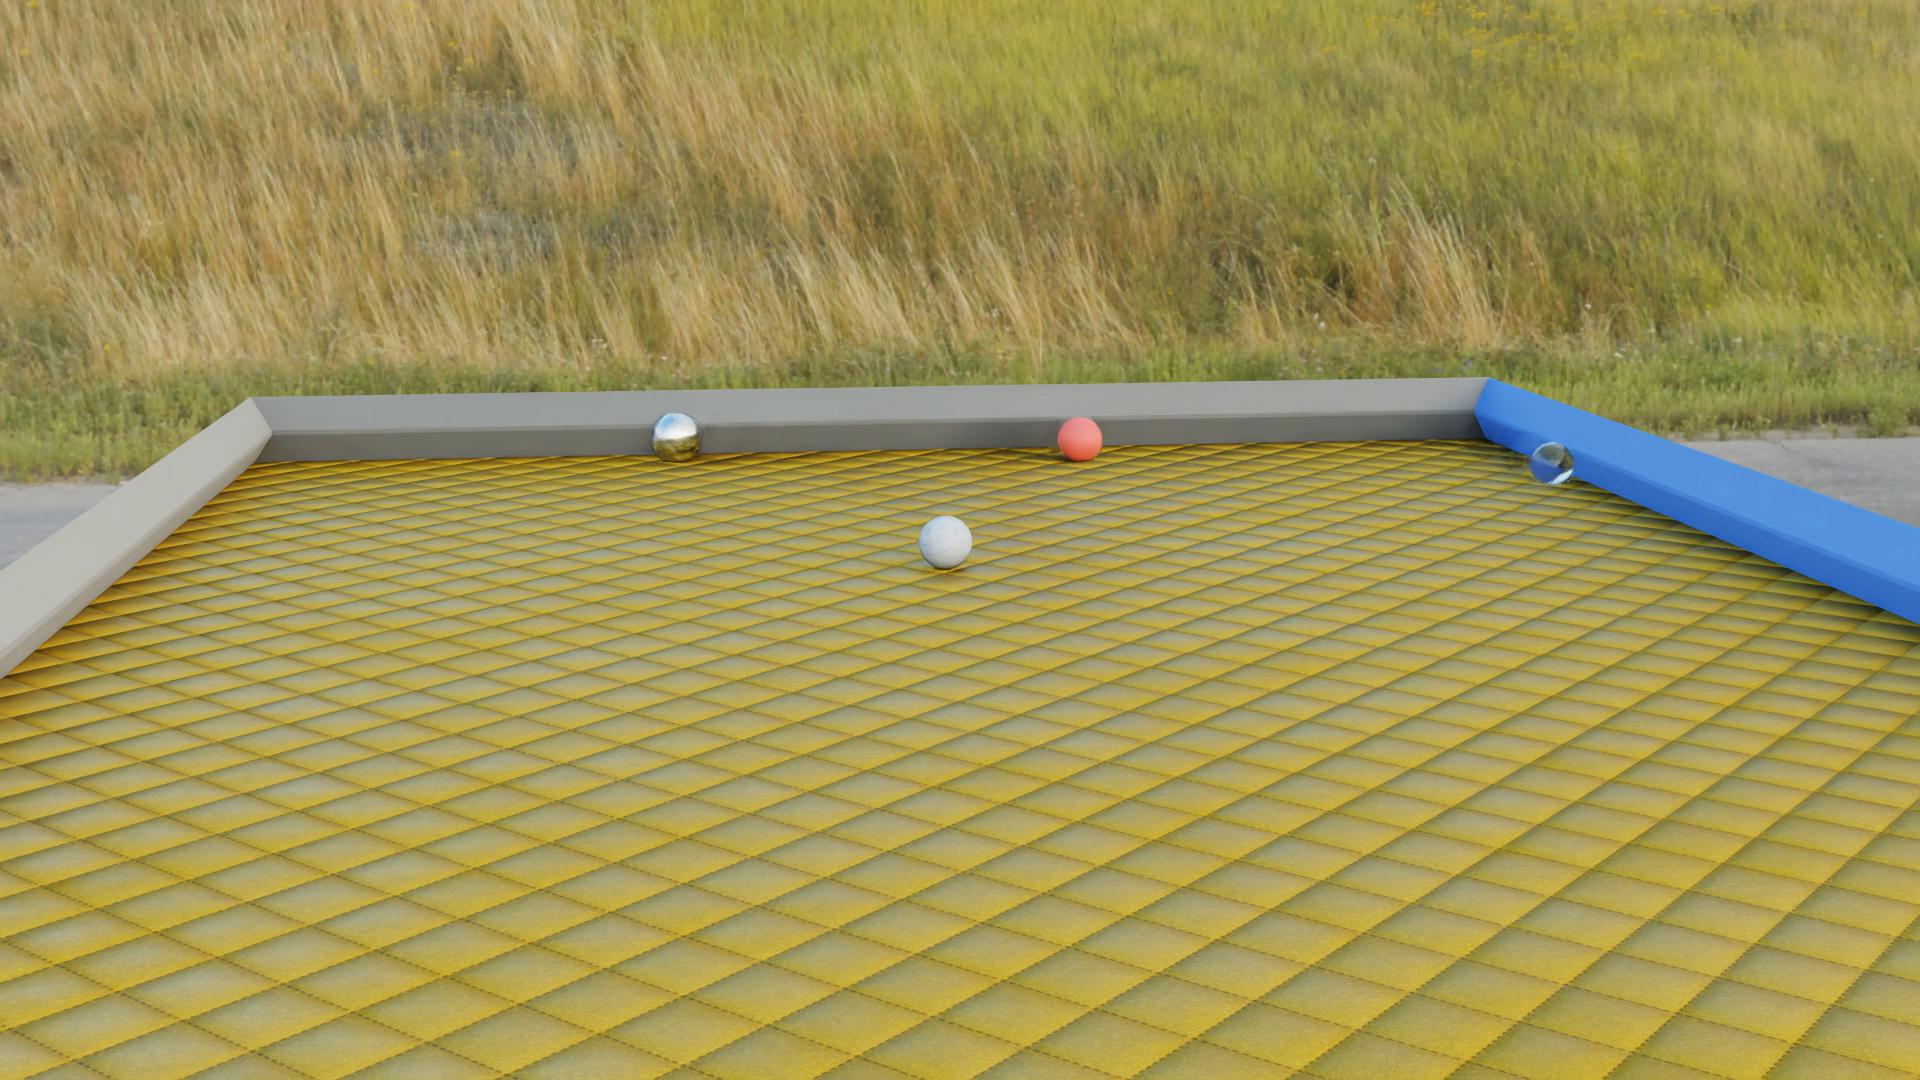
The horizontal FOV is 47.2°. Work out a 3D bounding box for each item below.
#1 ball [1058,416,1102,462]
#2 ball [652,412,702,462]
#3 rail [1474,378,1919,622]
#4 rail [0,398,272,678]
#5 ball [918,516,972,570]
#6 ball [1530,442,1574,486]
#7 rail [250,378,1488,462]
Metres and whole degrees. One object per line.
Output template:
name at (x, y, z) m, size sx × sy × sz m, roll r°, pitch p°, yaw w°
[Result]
ball at (0.228, -0.193, 4.190) m, size 0.084 × 0.084 × 0.084 m, roll 0°, pitch 11°, yaw 0°
ball at (-0.538, -0.196, 4.177) m, size 0.095 × 0.095 × 0.095 m, roll 0°, pitch 11°, yaw 0°
rail at (1.320, 0.172, 2.288) m, size 0.045 × 0.123 × 4.458 m, roll -1°, pitch 12°, yaw -7°
rail at (-1.048, 0.229, 2.003) m, size 0.045 × 0.123 × 4.458 m, roll -1°, pitch 12°, yaw -7°
ball at (-0.021, 0.003, 3.234) m, size 0.079 × 0.079 × 0.079 m, roll 0°, pitch 11°, yaw 0°
ball at (1.059, -0.137, 3.931) m, size 0.077 × 0.077 × 0.077 m, roll 0°, pitch 11°, yaw 0°
rail at (-0.133, -0.234, 4.290) m, size 2.432 × 0.123 × 0.045 m, roll -1°, pitch 12°, yaw -7°
